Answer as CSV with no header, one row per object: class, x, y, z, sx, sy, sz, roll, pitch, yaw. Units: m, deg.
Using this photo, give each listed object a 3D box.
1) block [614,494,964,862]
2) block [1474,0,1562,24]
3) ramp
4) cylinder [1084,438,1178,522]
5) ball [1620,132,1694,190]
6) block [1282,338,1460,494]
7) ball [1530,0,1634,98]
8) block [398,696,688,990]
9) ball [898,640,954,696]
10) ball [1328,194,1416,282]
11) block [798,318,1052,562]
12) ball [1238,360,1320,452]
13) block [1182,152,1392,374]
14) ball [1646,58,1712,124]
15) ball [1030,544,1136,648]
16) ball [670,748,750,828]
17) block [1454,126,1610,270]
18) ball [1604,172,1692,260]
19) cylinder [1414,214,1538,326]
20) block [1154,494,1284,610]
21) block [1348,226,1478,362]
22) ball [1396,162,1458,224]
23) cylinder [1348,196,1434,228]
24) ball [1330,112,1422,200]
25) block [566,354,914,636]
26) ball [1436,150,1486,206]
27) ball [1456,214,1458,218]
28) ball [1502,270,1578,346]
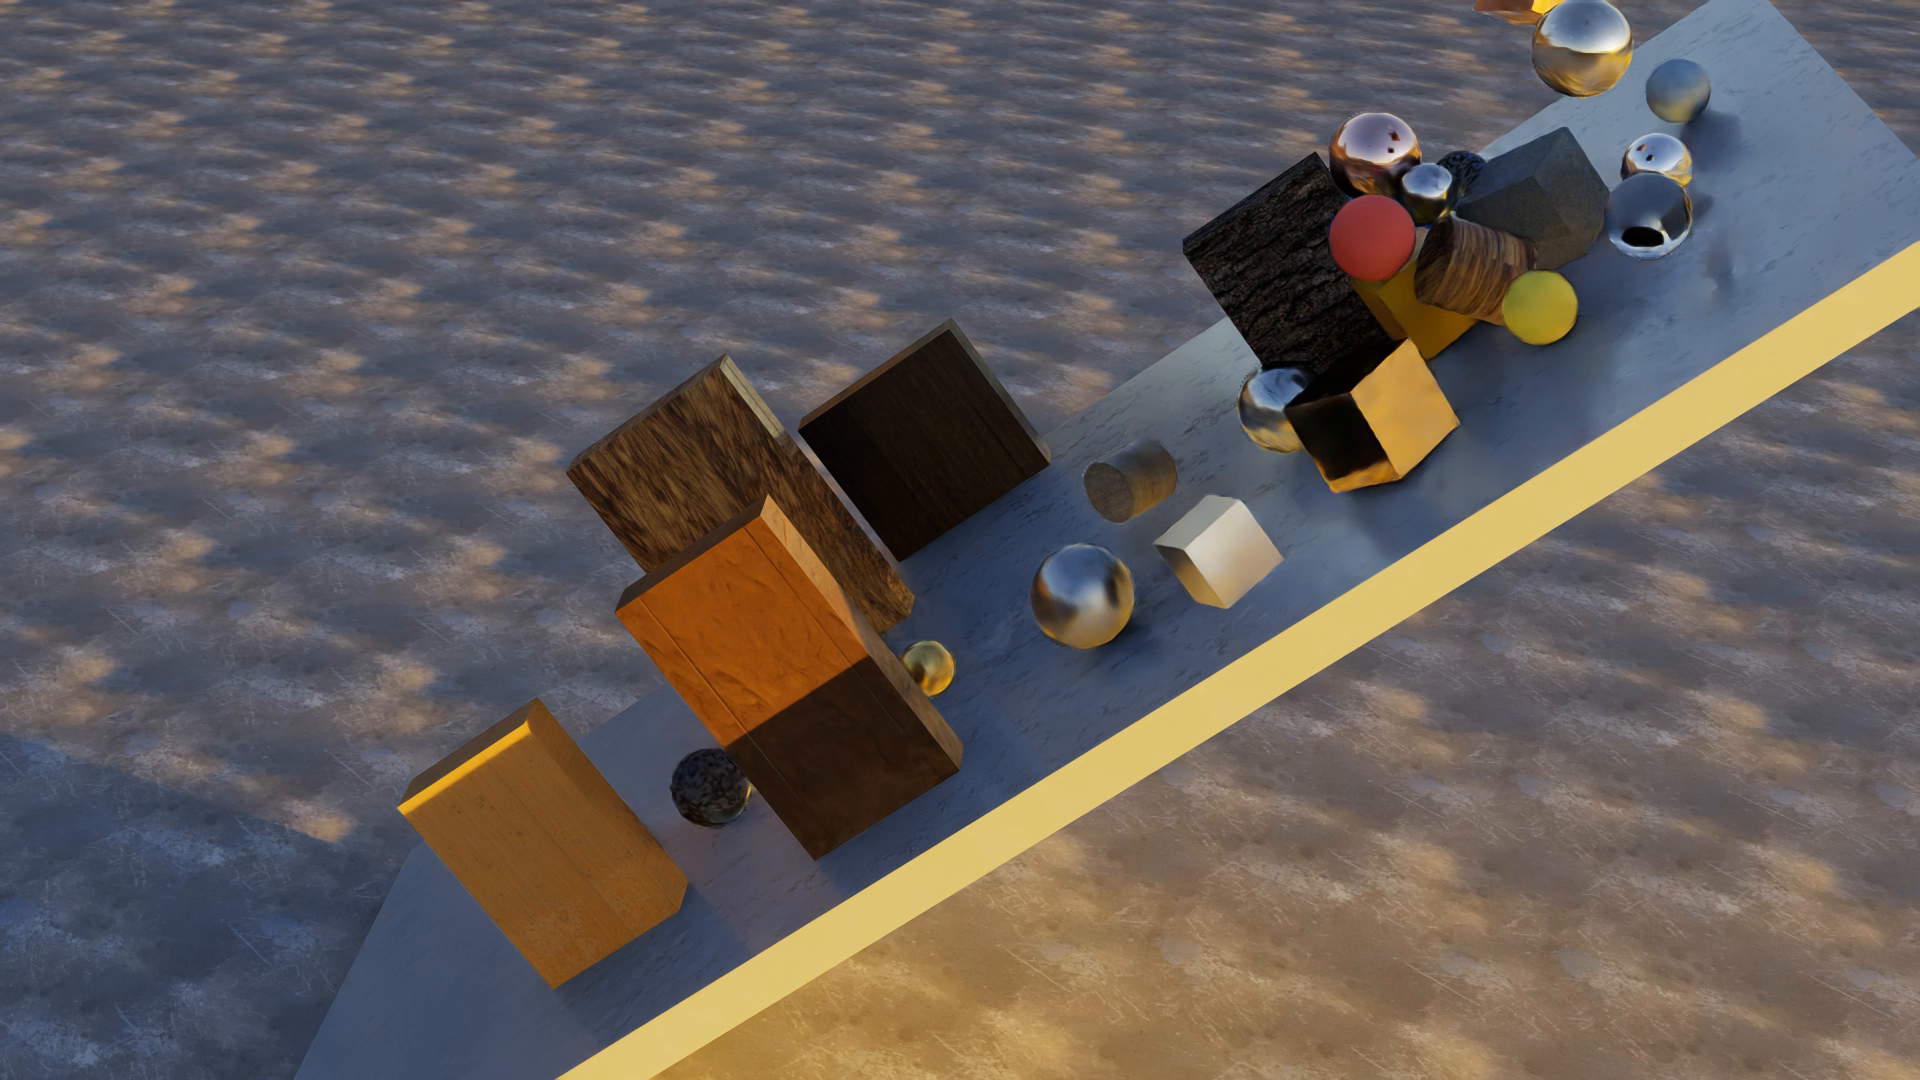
block,-0.324,0.269,5.656,0.350,0.636,0.116,-33,16,15
block,1.112,-1.089,5.748,0.137,0.137,0.137,6,3,-44
ramp,0.134,0.175,6.311,4.000,0.100,2.000,-33,16,15
cylinder,0.352,-0.123,6.059,0.135,0.135,0.135,-29,35,-36
ball,1.364,-0.727,5.759,0.139,0.139,0.139,0,22,0
block,0.769,-0.232,5.502,0.192,0.192,0.192,-41,15,-31
ball,1.152,-0.912,5.447,0.186,0.186,0.186,0,22,0
block,-0.851,0.625,6.034,0.334,0.507,0.129,-33,16,15
ball,-0.071,0.266,6.088,0.117,0.117,0.117,0,22,0
ball,0.805,-0.590,5.743,0.169,0.169,0.169,0,22,0
block,-0.083,-0.236,7.019,0.445,0.410,0.091,-33,16,15
ball,0.653,-0.269,5.911,0.186,0.186,0.186,0,22,0
block,0.716,-0.531,6.084,0.329,0.423,0.099,-33,16,15
ball,1.486,-0.929,6.085,0.133,0.133,0.133,0,22,0
ball,0.238,0.108,5.701,0.204,0.204,0.204,0,22,0
ball,-0.531,0.526,6.253,0.168,0.168,0.168,0,22,0
block,1.162,-0.671,5.930,0.199,0.199,0.199,-22,22,44
ball,1.293,-0.609,5.529,0.162,0.162,0.162,0,22,0
cylinder,1.009,-0.527,5.756,0.177,0.177,0.177,15,19,-12
block,0.484,0.021,5.518,0.146,0.146,0.146,-41,16,-12
block,0.933,-0.498,5.936,0.181,0.181,0.181,-39,16,-1
ball,0.939,-0.695,5.906,0.124,0.124,0.124,0,22,0
cylinder,0.934,-0.648,6.248,0.208,0.208,0.208,-21,32,14
ball,0.848,-0.779,6.002,0.187,0.187,0.187,0,22,0
block,-0.495,-0.009,6.690,0.439,0.718,0.105,-33,16,15
ball,1.034,-0.741,6.069,0.126,0.126,0.126,0,22,0
ball,1.072,-0.630,6.157,0.121,0.121,0.121,0,22,0
ball,1.089,-0.436,5.519,0.141,0.141,0.141,0,22,0
